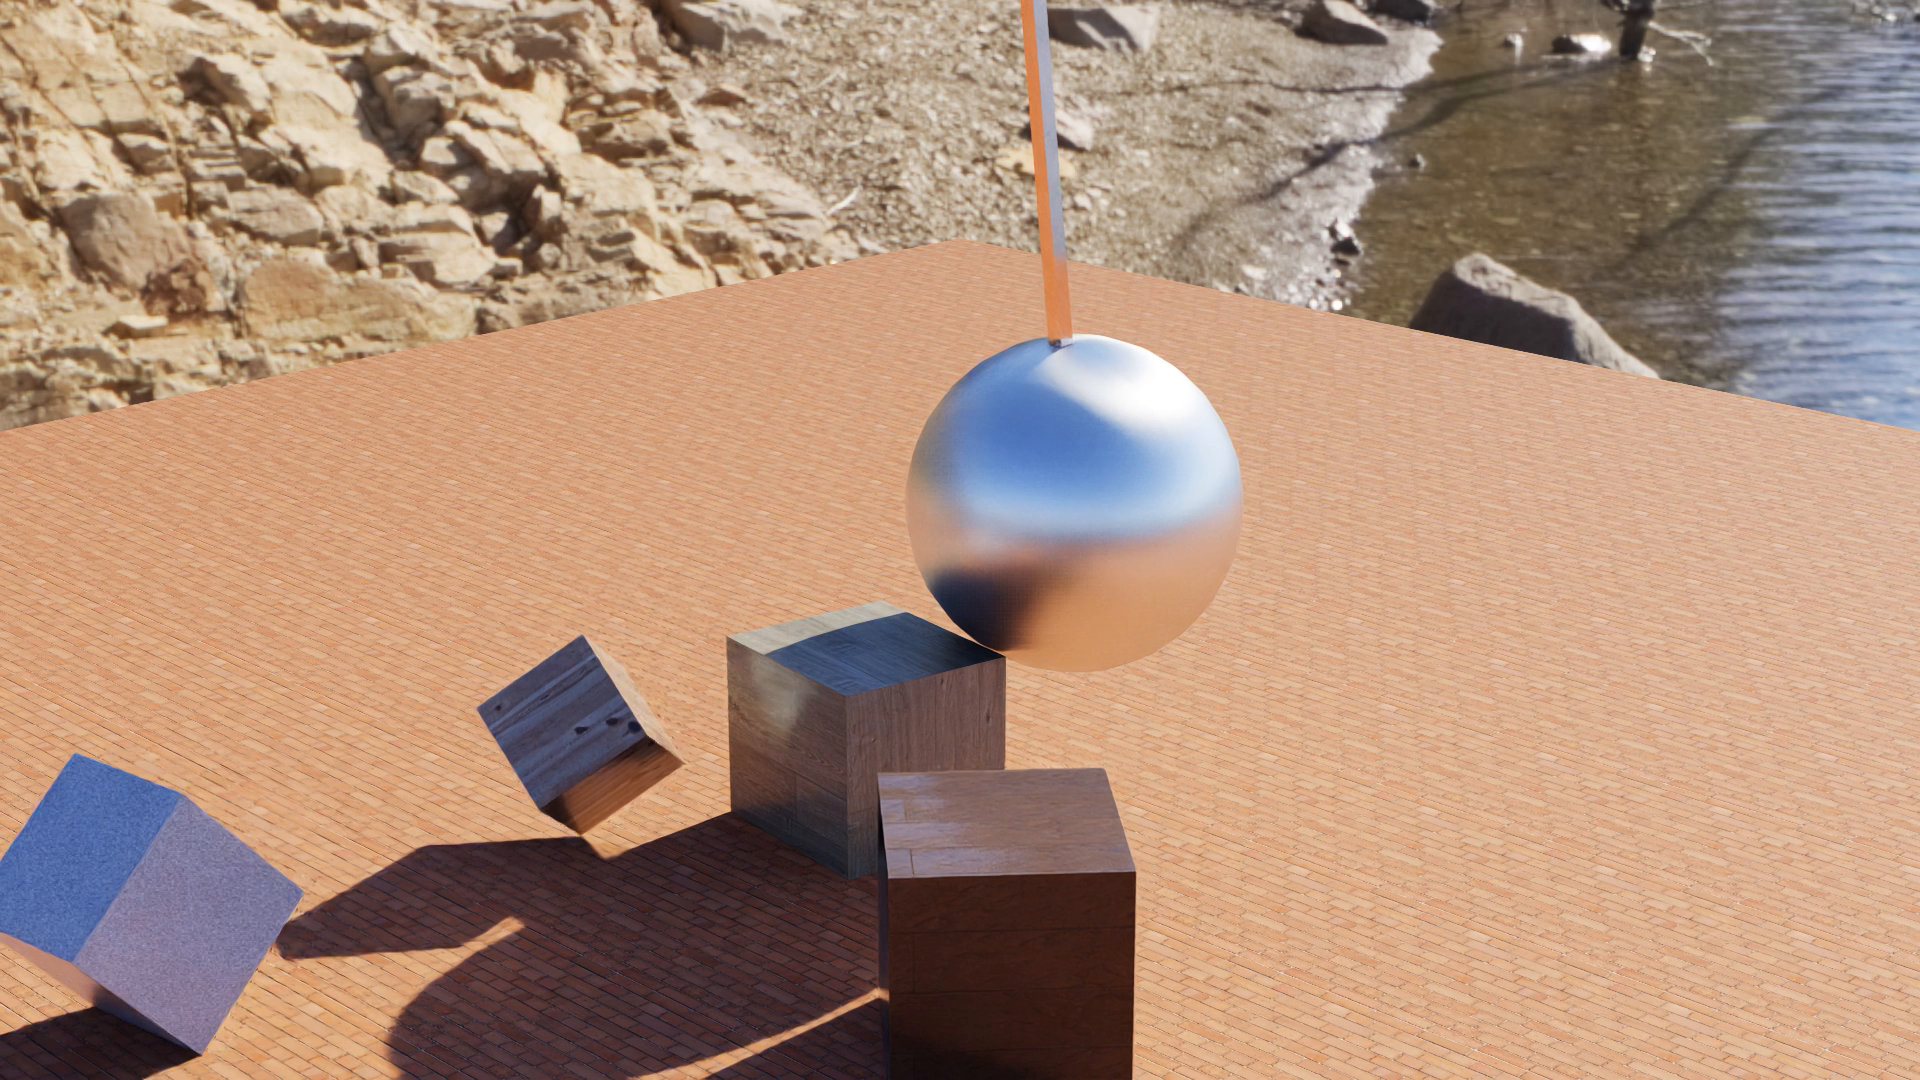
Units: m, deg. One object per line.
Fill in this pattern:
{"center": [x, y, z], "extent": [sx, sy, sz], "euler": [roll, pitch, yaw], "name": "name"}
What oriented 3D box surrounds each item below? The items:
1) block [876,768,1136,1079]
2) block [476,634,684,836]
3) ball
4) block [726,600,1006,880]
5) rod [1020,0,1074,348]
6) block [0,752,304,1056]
{"center": [0.162, 1.579, 11.639], "extent": [0.933, 1.009, 1.052], "euler": [-1, 17, -4], "name": "block"}
{"center": [-1.762, 0.916, 13.672], "extent": [0.596, 0.580, 0.662], "euler": [-35, -19, -1], "name": "block"}
{"center": [0.538, -0.172, 13.852], "extent": [1.600, 1.600, 1.600], "euler": [0, 17, 0], "name": "ball"}
{"center": [-0.448, 0.926, 13.905], "extent": [0.897, 0.896, 1.012], "euler": [-12, 21, -34], "name": "block"}
{"center": [0.233, -3.298, 12.550], "extent": [0.080, 5.200, 0.080], "euler": [17, 31, 42], "name": "rod"}
{"center": [-3.313, 1.464, 11.811], "extent": [0.706, 0.824, 0.767], "euler": [13, 64, 36], "name": "block"}
